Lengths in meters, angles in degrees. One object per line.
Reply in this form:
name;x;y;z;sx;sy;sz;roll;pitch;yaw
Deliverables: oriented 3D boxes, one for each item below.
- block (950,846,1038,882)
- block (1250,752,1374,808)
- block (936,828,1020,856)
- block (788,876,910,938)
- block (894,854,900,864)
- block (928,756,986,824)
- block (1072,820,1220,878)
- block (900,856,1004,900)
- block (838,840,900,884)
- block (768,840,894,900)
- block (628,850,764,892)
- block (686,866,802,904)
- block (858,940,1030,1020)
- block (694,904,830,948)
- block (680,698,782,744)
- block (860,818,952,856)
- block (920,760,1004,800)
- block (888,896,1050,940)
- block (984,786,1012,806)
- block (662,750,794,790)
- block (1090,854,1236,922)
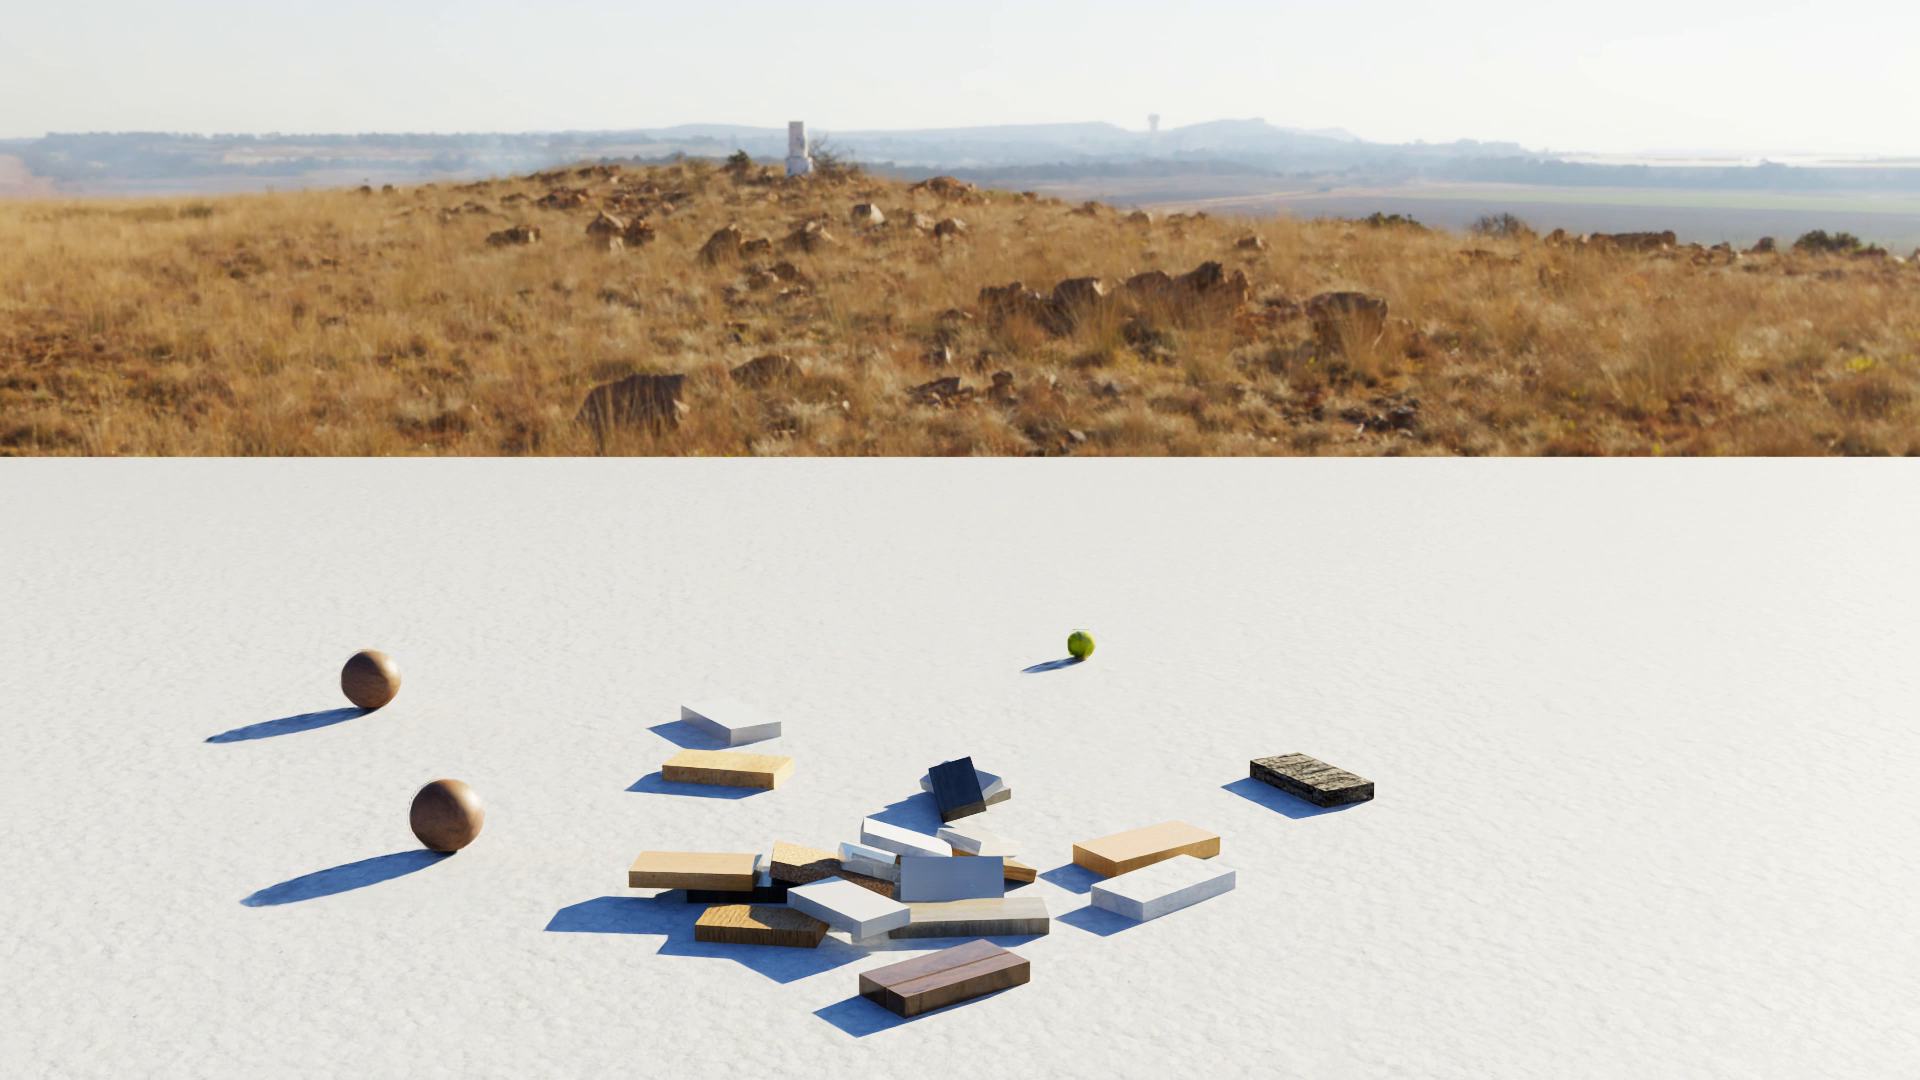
block;0.054;0.551;3.758;0.076;0.021;0.151;16;-1;-39
block;0.680;0.464;4.258;0.118;0.034;0.237;-6;12;-28
block;0.032;0.522;3.805;0.085;0.024;0.169;14;-1;26
block;-0.177;0.581;3.488;0.097;0.028;0.194;-9;14;-39
block;-0.026;0.551;3.685;0.153;0.022;0.076;20;10;14
block;-0.006;0.466;4.114;0.085;0.024;0.171;-16;24;-2
block;0.327;0.541;3.843;0.237;0.034;0.118;-8;13;-35
block;-0.013;0.563;3.613;0.169;0.024;0.085;0;51;-1
block;-0.126;0.544;3.674;0.153;0.022;0.076;16;10;-12
block;-0.213;0.552;3.668;0.205;0.029;0.103;12;10;-4
block;-0.437;0.549;3.650;0.205;0.029;0.103;1;11;5
block;-0.347;0.575;3.671;0.205;0.029;0.103;0;11;0
block;-0.022;0.649;3.261;0.231;0.033;0.116;-8;13;-37
block;-0.312;0.611;3.483;0.194;0.028;0.097;2;11;9
block;-0.489;0.384;4.685;0.118;0.034;0.237;-7;12;-32
block;-0.091;0.507;3.683;0.153;0.022;0.076;17;10;-5
block;0.002;0.462;4.175;0.151;0.021;0.076;12;35;45
block;0.011;0.604;3.518;0.254;0.028;0.097;-1;11;-5
block;0.017;0.478;4.213;0.151;0.021;0.076;10;15;44
block;-0.456;0.451;4.330;0.231;0.033;0.116;3;11;14
block;0.339;0.576;3.652;0.231;0.033;0.116;-10;14;-42
